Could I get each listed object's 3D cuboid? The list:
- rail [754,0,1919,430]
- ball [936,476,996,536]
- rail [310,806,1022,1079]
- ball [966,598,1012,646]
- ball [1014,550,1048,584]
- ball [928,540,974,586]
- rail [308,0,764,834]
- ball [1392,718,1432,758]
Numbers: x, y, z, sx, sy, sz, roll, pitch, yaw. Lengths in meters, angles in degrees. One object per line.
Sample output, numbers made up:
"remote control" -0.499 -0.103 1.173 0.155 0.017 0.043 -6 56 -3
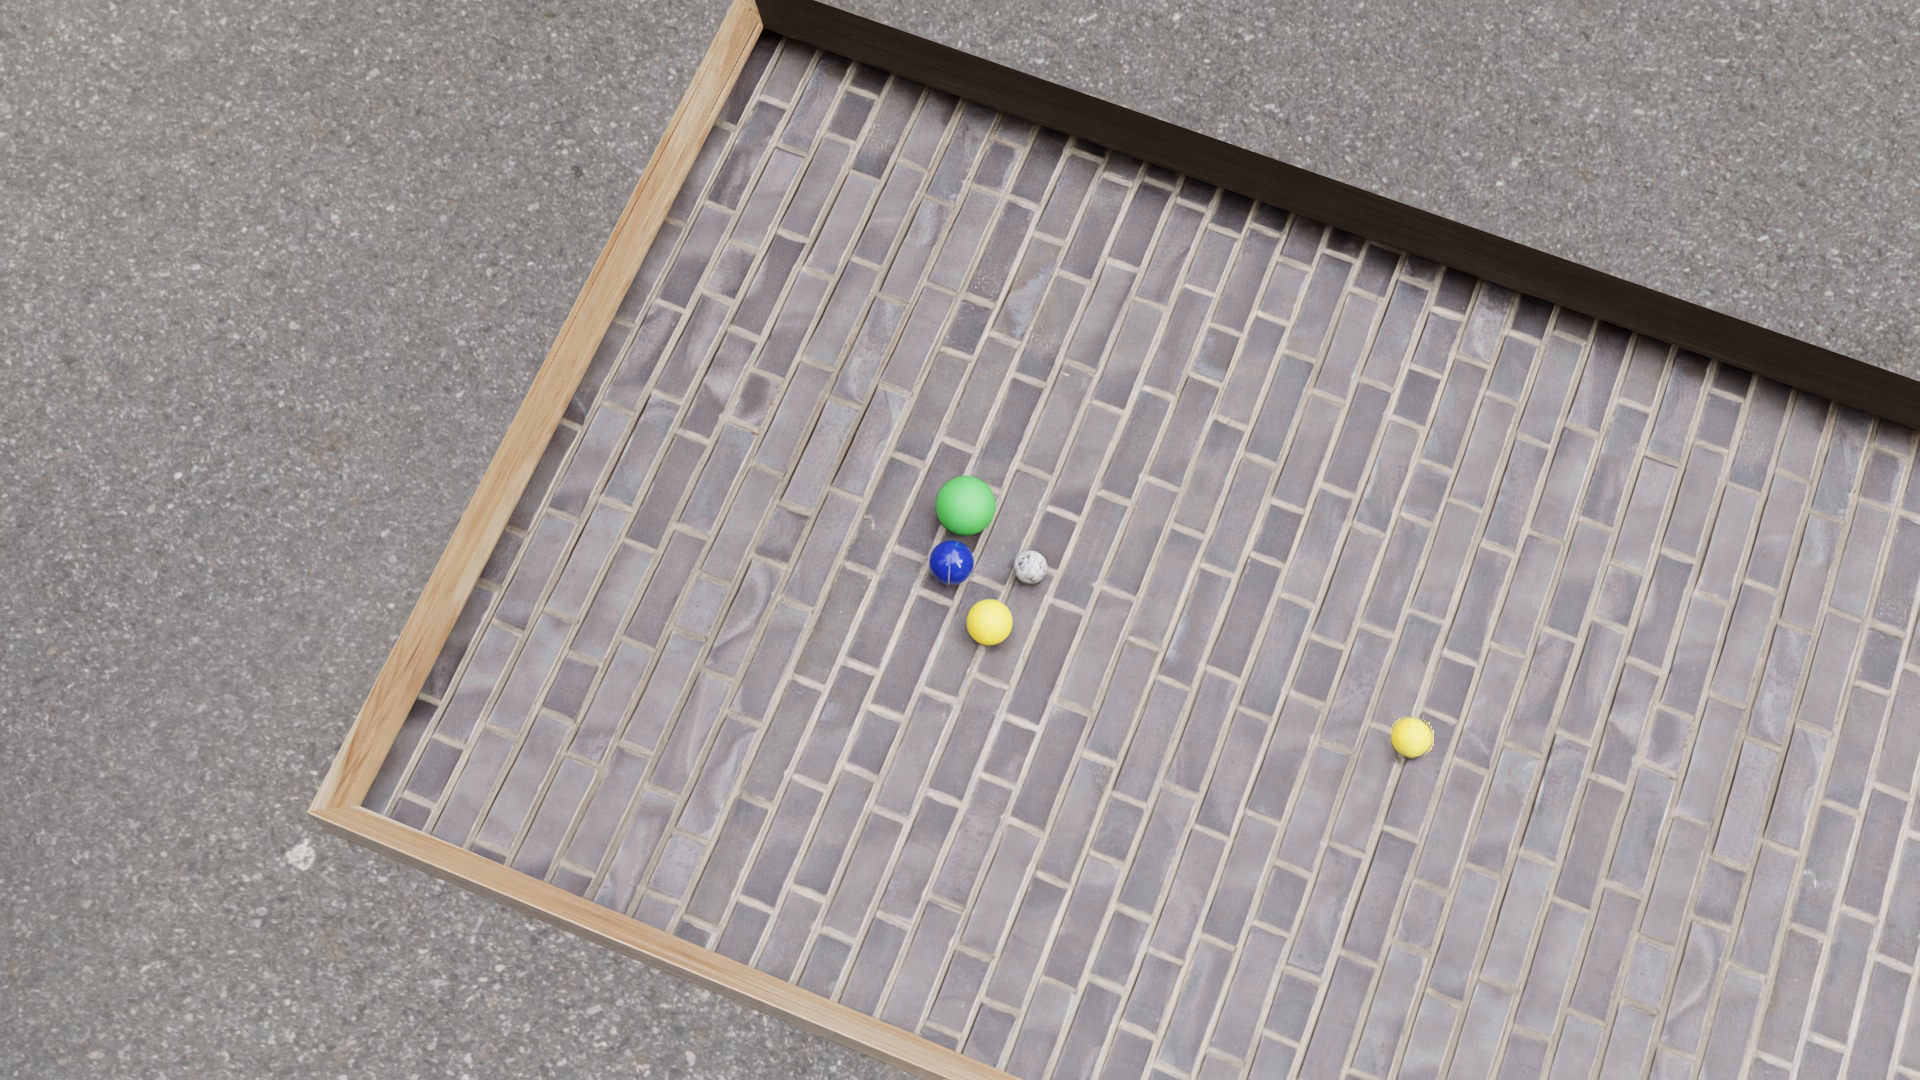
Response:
"rail" 0.949 -0.420 3.608 2.853 0.124 0.045 21 70 8
"ball" 0.009 -0.054 3.481 0.095 0.095 0.095 0 69 0
"rail" 0.373 0.900 3.090 2.853 0.124 0.045 21 70 8
"ball" 0.046 0.128 3.422 0.072 0.072 0.072 0 69 0
"ball" 0.111 0.043 3.465 0.054 0.054 0.054 0 69 0
"ball" -0.013 0.036 3.459 0.071 0.071 0.071 0 69 0
"rail" -0.639 -0.251 3.541 0.045 0.124 1.578 21 70 8
"ball" 0.690 0.302 3.360 0.061 0.061 0.061 0 69 0
